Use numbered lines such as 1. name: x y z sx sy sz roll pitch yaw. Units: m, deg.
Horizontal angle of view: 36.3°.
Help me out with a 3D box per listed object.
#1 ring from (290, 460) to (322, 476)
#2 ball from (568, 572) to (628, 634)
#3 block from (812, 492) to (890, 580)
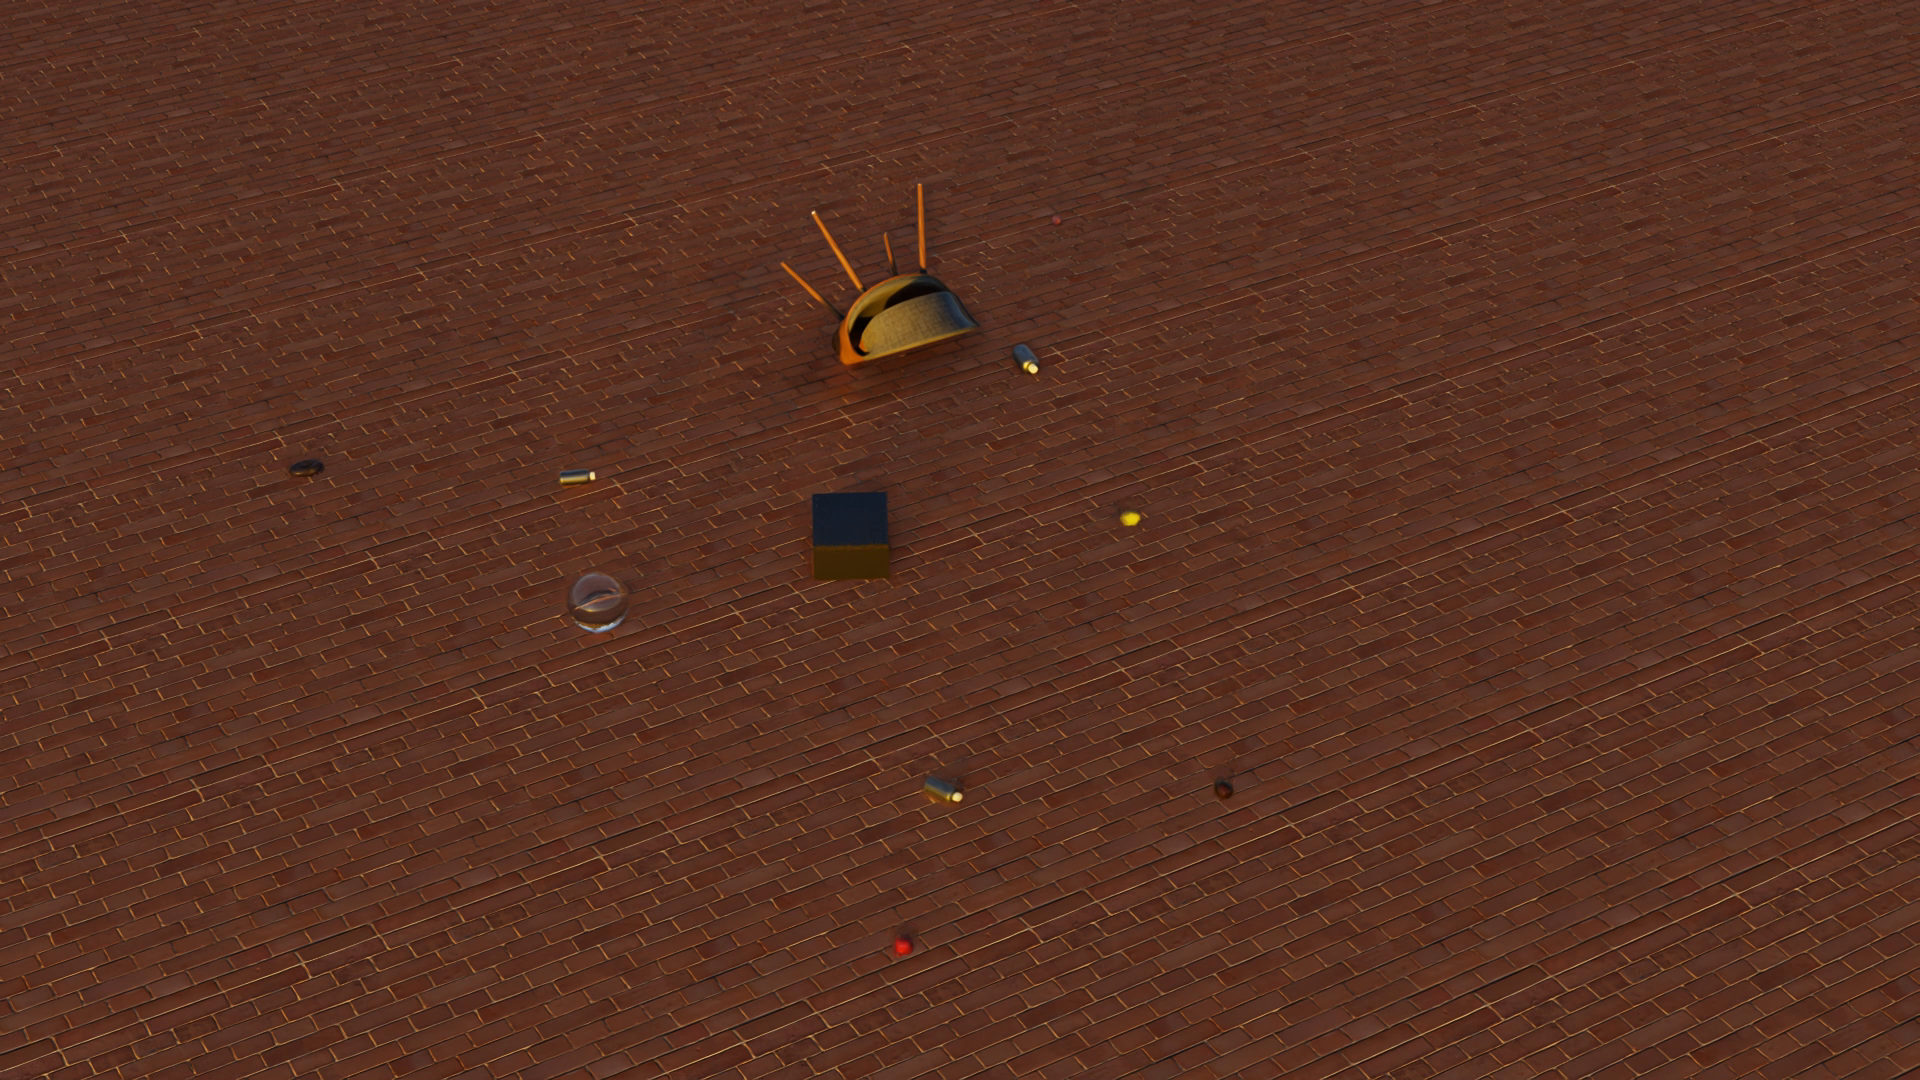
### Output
1. ring: -2.528 -0.276 11.333 0.128 0.034 0.087 -15 35 -20
2. ball: -1.286 0.222 10.411 0.217 0.217 0.217 0 33 0
3. block: -0.404 -0.015 10.831 0.275 0.150 0.357 -2 33 -2
